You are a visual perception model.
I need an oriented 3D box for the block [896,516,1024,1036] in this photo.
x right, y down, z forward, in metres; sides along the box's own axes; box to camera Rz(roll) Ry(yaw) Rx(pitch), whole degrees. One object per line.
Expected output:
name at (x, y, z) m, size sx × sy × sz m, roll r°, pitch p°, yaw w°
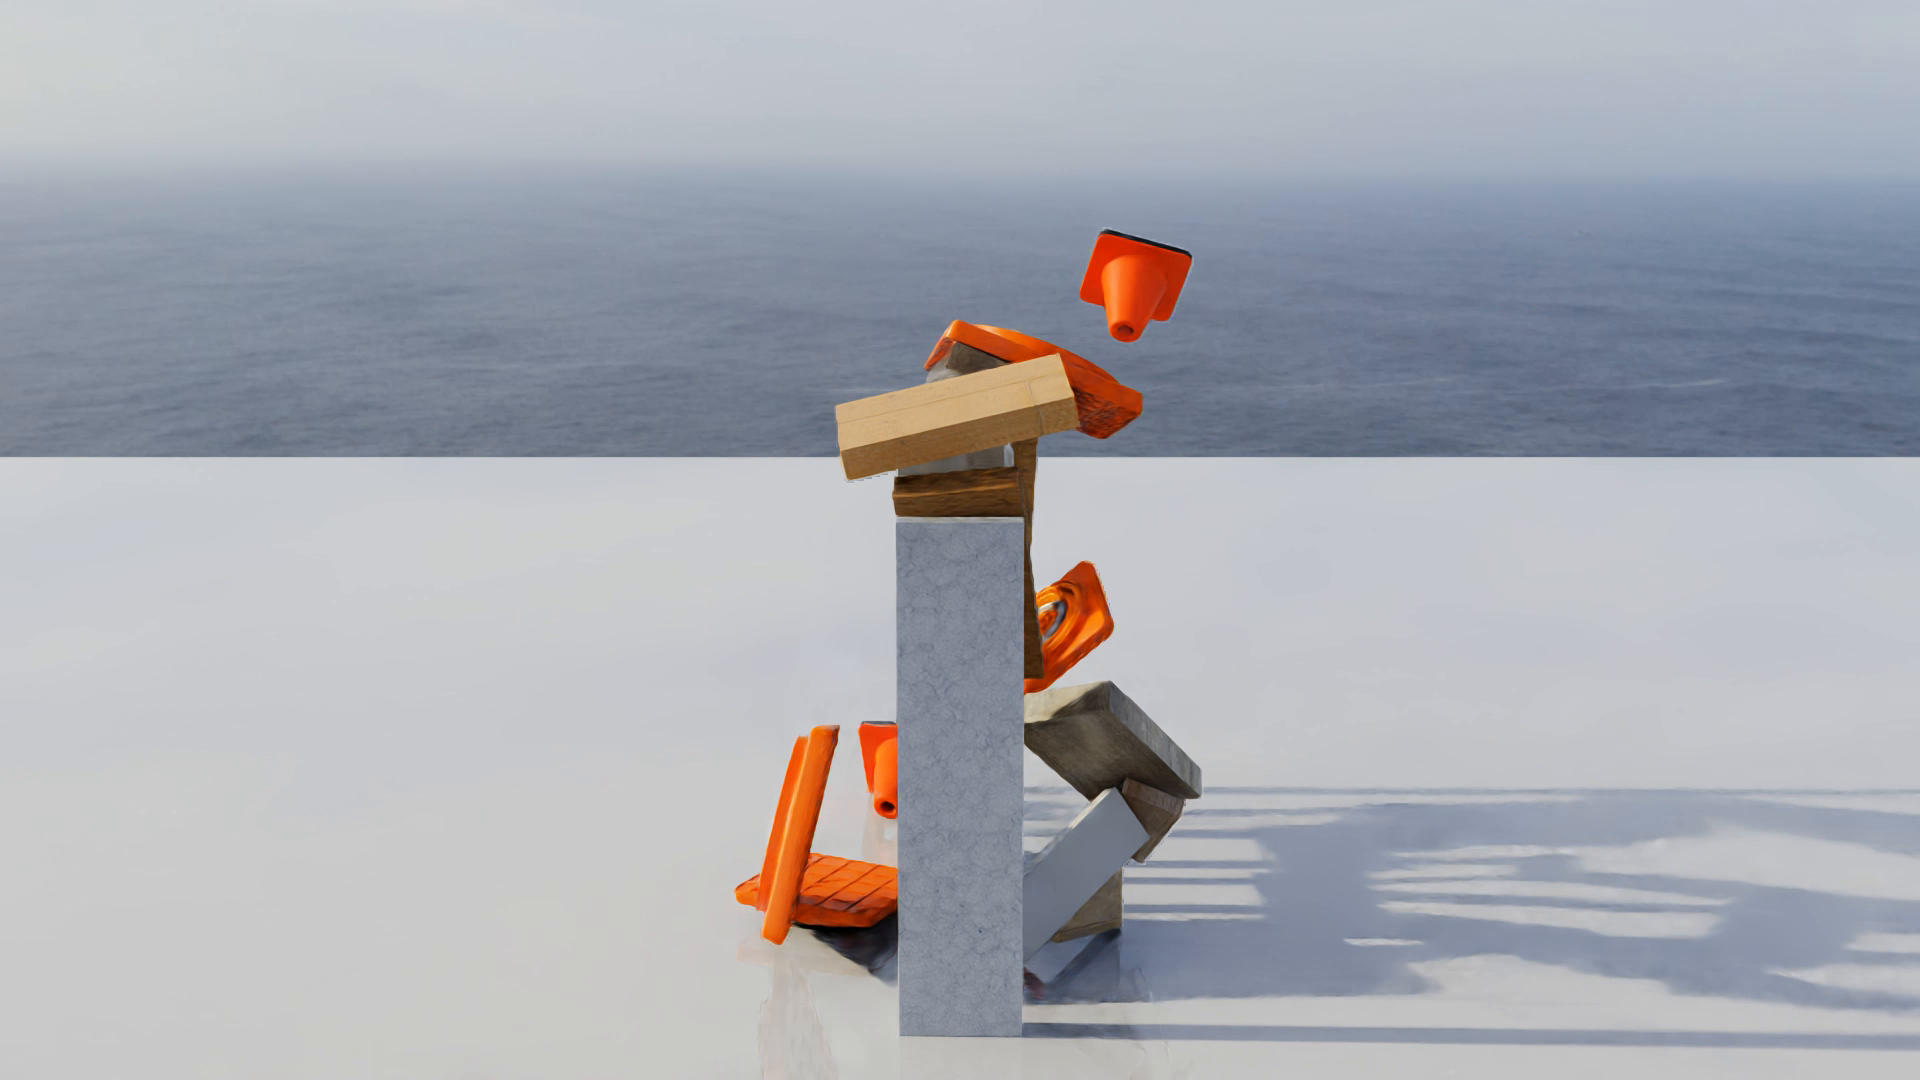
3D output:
block at (0.001, 0.332, 3.045) m, size 0.173 × 0.734 × 0.049 m, roll 0°, pitch 11°, yaw 0°

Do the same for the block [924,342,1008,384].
block at (0.034, -0.239, 3.457) m, size 0.152 × 0.043 × 0.303 m, roll 22°, pitch -7°, yaw -6°

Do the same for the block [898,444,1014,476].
block at (-0.004, -0.052, 3.260) m, size 0.163 × 0.326 × 0.046 m, roll 7°, pitch 33°, yaw 15°

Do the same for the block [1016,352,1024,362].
block at (0.030, 0.061, 4.194) m, size 0.128 × 0.842 × 0.036 m, roll 4°, pitch 7°, yaw 3°

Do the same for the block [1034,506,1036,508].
block at (0.034, -0.148, 3.877) m, size 0.152 × 0.043 × 0.303 m, roll 32°, pitch -16°, yaw 26°

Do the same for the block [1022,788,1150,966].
block at (0.139, 0.524, 3.314) m, size 0.360 × 0.099 × 0.028 m, roll -40°, pitch 11°, yaw -29°

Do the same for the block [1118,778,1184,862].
block at (0.276, 0.444, 3.477) m, size 0.099 × 0.028 × 0.197 m, roll 22°, pitch -33°, yaw -2°

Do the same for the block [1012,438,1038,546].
block at (0.033, -0.102, 3.353) m, size 0.163 × 0.326 × 0.046 m, roll 3°, pitch 50°, yaw 2°

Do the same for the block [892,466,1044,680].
block at (0.015, 0.056, 3.108) m, size 0.173 × 0.346 × 0.049 m, roll -5°, pitch 37°, yaw 5°

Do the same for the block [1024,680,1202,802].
block at (0.224, 0.321, 3.381) m, size 0.173 × 0.049 × 0.346 m, roll -12°, pitch -33°, yaw 26°

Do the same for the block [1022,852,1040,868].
block at (0.137, 0.525, 3.390) m, size 0.020 × 0.072 × 0.143 m, roll -1°, pitch -14°, yaw 30°

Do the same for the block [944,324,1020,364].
block at (0.038, -0.332, 4.033) m, size 0.128 × 0.036 × 0.256 m, roll 4°, pitch 25°, yaw 4°

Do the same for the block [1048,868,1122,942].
block at (0.194, 0.565, 3.431) m, size 0.028 × 0.099 × 0.197 m, roll -1°, pitch -2°, yaw 32°

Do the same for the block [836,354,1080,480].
block at (-0.006, -0.173, 3.060) m, size 0.326 × 0.046 × 0.163 m, roll -13°, pitch 26°, yaw 1°

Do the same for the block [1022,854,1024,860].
block at (0.060, 0.557, 3.430) m, size 0.072 × 0.143 × 0.020 m, roll 47°, pitch 7°, yaw 21°
